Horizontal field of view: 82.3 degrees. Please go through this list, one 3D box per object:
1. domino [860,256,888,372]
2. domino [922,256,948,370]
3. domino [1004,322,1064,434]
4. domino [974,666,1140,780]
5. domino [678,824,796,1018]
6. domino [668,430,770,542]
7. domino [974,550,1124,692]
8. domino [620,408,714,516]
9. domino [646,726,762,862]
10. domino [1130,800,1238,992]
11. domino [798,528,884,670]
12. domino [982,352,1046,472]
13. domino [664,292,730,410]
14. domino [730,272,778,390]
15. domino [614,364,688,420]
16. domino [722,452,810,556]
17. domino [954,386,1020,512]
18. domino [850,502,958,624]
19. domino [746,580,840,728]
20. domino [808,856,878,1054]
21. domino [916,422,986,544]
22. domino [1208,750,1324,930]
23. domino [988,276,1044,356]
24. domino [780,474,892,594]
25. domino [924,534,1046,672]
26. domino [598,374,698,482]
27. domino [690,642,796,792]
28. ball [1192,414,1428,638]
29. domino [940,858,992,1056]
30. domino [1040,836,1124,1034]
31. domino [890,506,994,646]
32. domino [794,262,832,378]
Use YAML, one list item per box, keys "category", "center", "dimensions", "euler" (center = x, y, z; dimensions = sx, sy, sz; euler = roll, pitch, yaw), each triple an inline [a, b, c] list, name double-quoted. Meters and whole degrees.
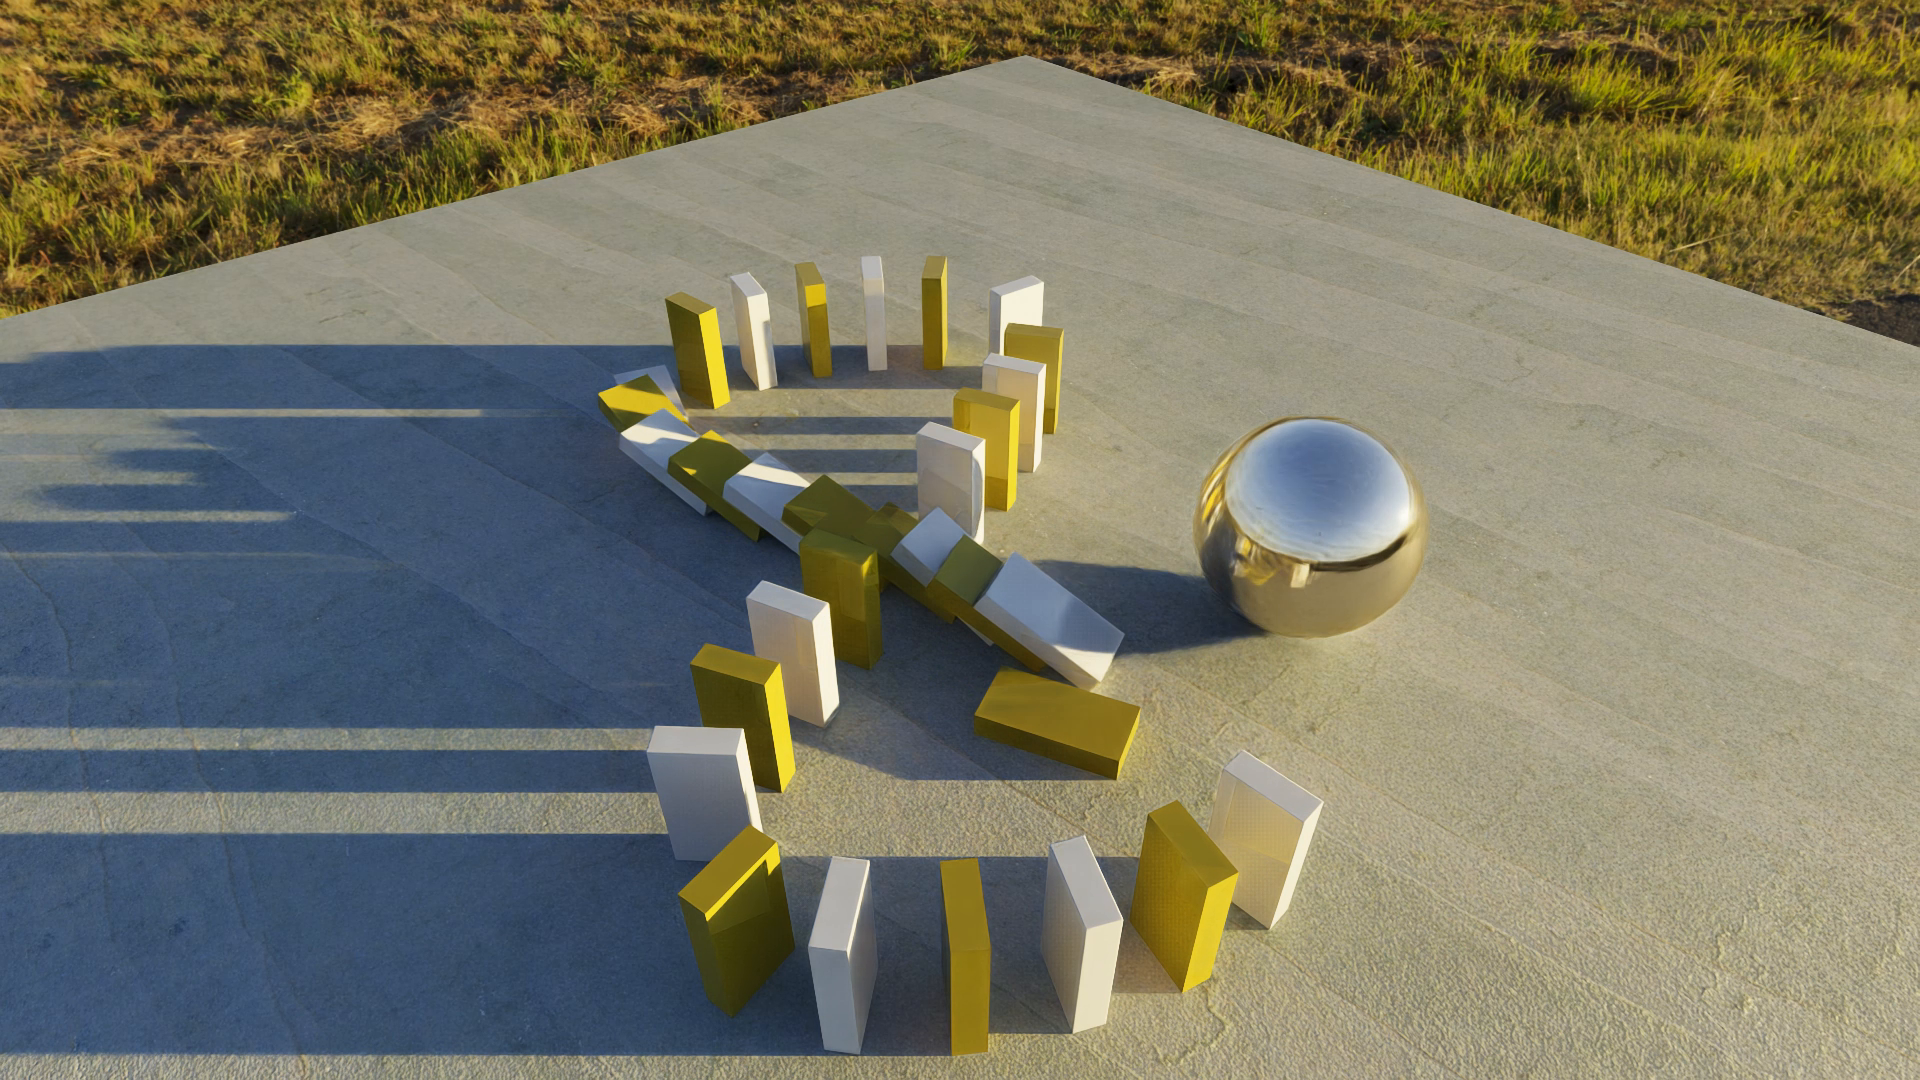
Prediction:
- category: "domino"
  center: [-0.043, -0.113, 0.549]
  dimensions: [0.009, 0.050, 0.025]
  euler: [-4, 40, -5]
- category: "domino"
  center: [-0.013, -0.113, 0.550]
  dimensions: [0.010, 0.050, 0.025]
  euler: [3, 39, 4]
- category: "domino"
  center: [0.033, -0.073, 0.501]
  dimensions: [0.025, 0.050, 0.010]
  euler: [9, 40, 10]
- category: "domino"
  center: [0.033, 0.061, 0.369]
  dimensions: [0.050, 0.010, 0.025]
  euler: [15, 42, 18]
- category: "domino"
  center: [-0.058, 0.101, 0.289]
  dimensions: [0.009, 0.050, 0.025]
  euler: [24, 45, 27]
- category: "domino"
  center: [-0.094, -0.023, 0.459]
  dimensions: [0.050, 0.009, 0.025]
  euler: [37, 49, 12]
- category: "domino"
  center: [0.032, 0.029, 0.389]
  dimensions: [0.050, 0.010, 0.025]
  euler: [37, 48, -1]
- category: "domino"
  center: [-0.119, -0.034, 0.472]
  dimensions: [0.050, 0.010, 0.025]
  euler: [37, 49, 12]
- category: "domino"
  center: [-0.073, 0.075, 0.320]
  dimensions: [0.025, 0.050, 0.010]
  euler: [1, 39, 2]
- category: "domino"
  center: [0.059, 0.096, 0.294]
  dimensions: [0.009, 0.050, 0.025]
  euler: [-19, 43, -21]
- category: "domino"
  center: [-0.041, 0.021, 0.385]
  dimensions: [0.025, 0.050, 0.010]
  euler: [18, 43, 20]
- category: "domino"
  center: [0.023, -0.055, 0.478]
  dimensions: [0.025, 0.050, 0.010]
  euler: [15, 42, 17]
- category: "domino"
  center: [-0.124, -0.090, 0.521]
  dimensions: [0.025, 0.050, 0.009]
  euler: [29, 47, 30]
- category: "domino"
  center: [-0.100, -0.101, 0.535]
  dimensions: [0.010, 0.050, 0.025]
  euler: [-19, 43, -21]
- category: "domino"
  center: [-0.147, -0.065, 0.523]
  dimensions: [0.025, 0.010, 0.050]
  euler: [-15, 42, -18]
- category: "domino"
  center: [-0.069, -0.013, 0.447]
  dimensions: [0.050, 0.010, 0.025]
  euler: [36, 49, 11]
- category: "domino"
  center: [0.011, -0.037, 0.457]
  dimensions: [0.025, 0.050, 0.010]
  euler: [16, 42, 19]
- category: "domino"
  center: [-0.015, 0.008, 0.422]
  dimensions: [0.050, 0.010, 0.025]
  euler: [34, 48, 12]
- category: "domino"
  center: [-0.055, 0.039, 0.364]
  dimensions: [0.025, 0.050, 0.010]
  euler: [17, 42, 20]
- category: "domino"
  center: [-0.029, 0.107, 0.281]
  dimensions: [0.010, 0.050, 0.025]
  euler: [5, 40, 6]
- category: "domino"
  center: [-0.004, -0.020, 0.436]
  dimensions: [0.025, 0.050, 0.010]
  euler: [20, 43, 23]
- category: "domino"
  center: [0.083, 0.085, 0.308]
  dimensions: [0.025, 0.050, 0.009]
  euler: [32, 49, 33]
- category: "domino"
  center: [0.027, -0.101, 0.534]
  dimensions: [0.025, 0.050, 0.009]
  euler: [-24, 45, -26]
- category: "domino"
  center: [-0.043, -0.003, 0.435]
  dimensions: [0.050, 0.009, 0.025]
  euler: [36, 48, 11]
- category: "domino"
  center: [0.014, 0.023, 0.396]
  dimensions: [0.050, 0.010, 0.025]
  euler: [36, 49, -2]
- category: "domino"
  center: [-0.137, -0.050, 0.492]
  dimensions: [0.025, 0.009, 0.050]
  euler: [-30, 68, -32]
- category: "domino"
  center: [-0.067, 0.056, 0.343]
  dimensions: [0.025, 0.050, 0.009]
  euler: [13, 41, 15]
- category: "ball"
  center: [0.124, -0.005, 0.394]
  dimensions: [0.080, 0.080, 0.080]
  euler: [0, 39, 0]
- category: "domino"
  center: [0.001, 0.107, 0.281]
  dimensions: [0.010, 0.050, 0.025]
  euler: [-4, 40, -5]
- category: "domino"
  center: [0.031, 0.103, 0.286]
  dimensions: [0.009, 0.050, 0.025]
  euler: [-11, 41, -13]
- category: "domino"
  center: [0.001, 0.013, 0.408]
  dimensions: [0.050, 0.010, 0.025]
  euler: [42, 49, 3]
- category: "domino"
  center: [-0.072, -0.109, 0.544]
  dimensions: [0.009, 0.050, 0.025]
  euler: [-12, 41, -14]
